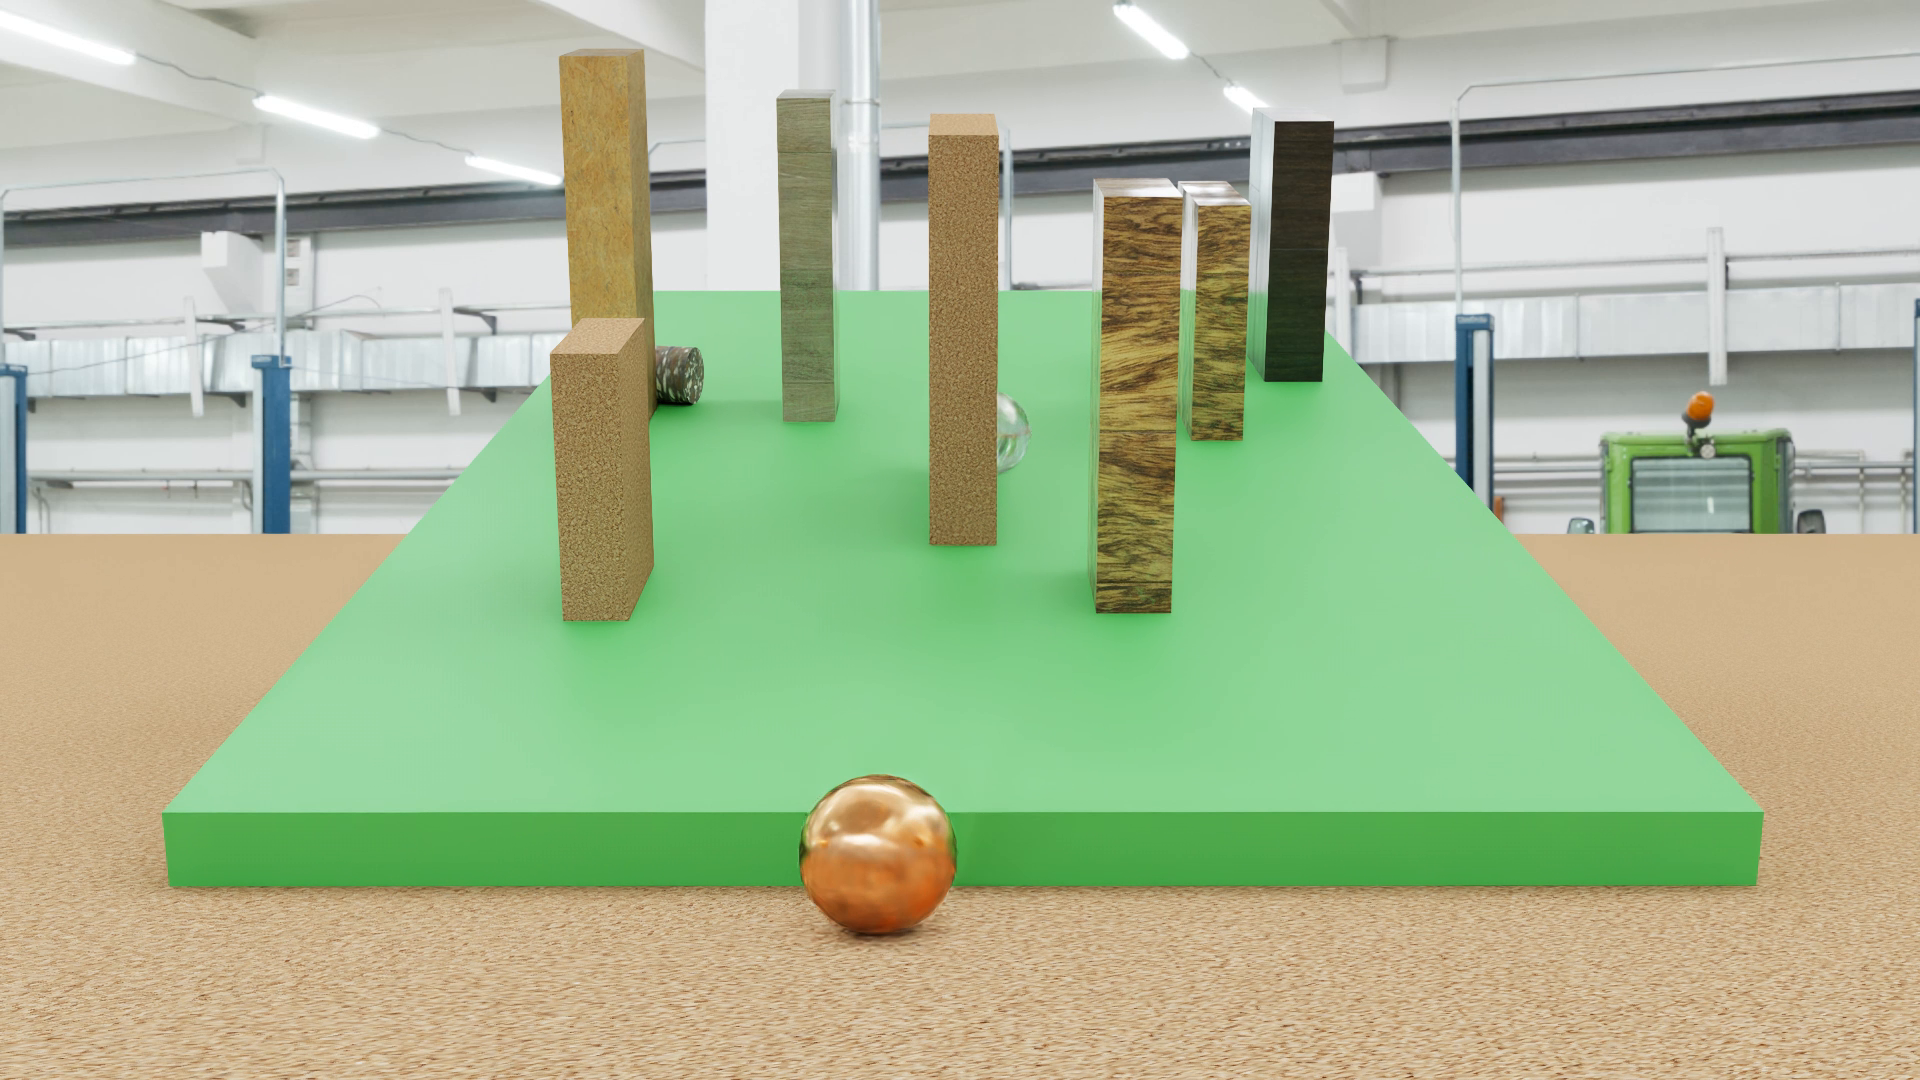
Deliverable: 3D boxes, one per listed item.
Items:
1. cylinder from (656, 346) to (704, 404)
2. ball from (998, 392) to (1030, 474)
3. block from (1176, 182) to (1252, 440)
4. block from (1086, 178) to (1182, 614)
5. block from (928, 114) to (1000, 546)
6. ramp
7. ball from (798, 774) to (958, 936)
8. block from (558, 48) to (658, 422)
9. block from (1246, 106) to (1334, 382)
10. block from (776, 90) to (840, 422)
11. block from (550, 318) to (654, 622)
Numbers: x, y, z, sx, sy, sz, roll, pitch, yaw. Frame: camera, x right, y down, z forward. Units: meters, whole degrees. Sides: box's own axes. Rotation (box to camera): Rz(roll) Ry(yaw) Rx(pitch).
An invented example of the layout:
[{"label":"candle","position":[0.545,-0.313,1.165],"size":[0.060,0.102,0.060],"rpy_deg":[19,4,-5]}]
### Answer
[{"label":"cylinder","position":[-0.671,-0.381,5.062],"size":[0.130,0.130,0.130],"rpy_deg":[4,1,13]},{"label":"ball","position":[0.055,-0.213,4.390],"size":[0.172,0.172,0.172],"rpy_deg":[0,0,0]},{"label":"block","position":[0.548,-0.511,4.844],"size":[0.110,0.502,0.430],"rpy_deg":[0,16,0]},{"label":"block","position":[0.279,-0.236,3.566],"size":[0.120,0.666,0.248],"rpy_deg":[0,16,0]},{"label":"block","position":[0.005,-0.395,4.027],"size":[0.119,0.721,0.427],"rpy_deg":[0,16,0]},{"label":"ramp","position":[-0.002,-0.155,4.688],"size":[2.000,0.100,4.000],"rpy_deg":[0,16,0]},{"label":"ball","position":[-0.091,0.349,2.451],"size":[0.177,0.177,0.177],"rpy_deg":[0,0,0]},{"label":"block","position":[-0.758,-0.649,4.779],"size":[0.139,0.799,0.273],"rpy_deg":[0,16,0]},{"label":"block","position":[0.803,-0.734,5.415],"size":[0.140,0.619,0.399],"rpy_deg":[0,16,0]},{"label":"block","position":[-0.334,-0.635,4.905],"size":[0.115,0.705,0.251],"rpy_deg":[0,16,0]},{"label":"block","position":[-0.578,-0.121,3.587],"size":[0.104,0.431,0.312],"rpy_deg":[0,16,0]}]
